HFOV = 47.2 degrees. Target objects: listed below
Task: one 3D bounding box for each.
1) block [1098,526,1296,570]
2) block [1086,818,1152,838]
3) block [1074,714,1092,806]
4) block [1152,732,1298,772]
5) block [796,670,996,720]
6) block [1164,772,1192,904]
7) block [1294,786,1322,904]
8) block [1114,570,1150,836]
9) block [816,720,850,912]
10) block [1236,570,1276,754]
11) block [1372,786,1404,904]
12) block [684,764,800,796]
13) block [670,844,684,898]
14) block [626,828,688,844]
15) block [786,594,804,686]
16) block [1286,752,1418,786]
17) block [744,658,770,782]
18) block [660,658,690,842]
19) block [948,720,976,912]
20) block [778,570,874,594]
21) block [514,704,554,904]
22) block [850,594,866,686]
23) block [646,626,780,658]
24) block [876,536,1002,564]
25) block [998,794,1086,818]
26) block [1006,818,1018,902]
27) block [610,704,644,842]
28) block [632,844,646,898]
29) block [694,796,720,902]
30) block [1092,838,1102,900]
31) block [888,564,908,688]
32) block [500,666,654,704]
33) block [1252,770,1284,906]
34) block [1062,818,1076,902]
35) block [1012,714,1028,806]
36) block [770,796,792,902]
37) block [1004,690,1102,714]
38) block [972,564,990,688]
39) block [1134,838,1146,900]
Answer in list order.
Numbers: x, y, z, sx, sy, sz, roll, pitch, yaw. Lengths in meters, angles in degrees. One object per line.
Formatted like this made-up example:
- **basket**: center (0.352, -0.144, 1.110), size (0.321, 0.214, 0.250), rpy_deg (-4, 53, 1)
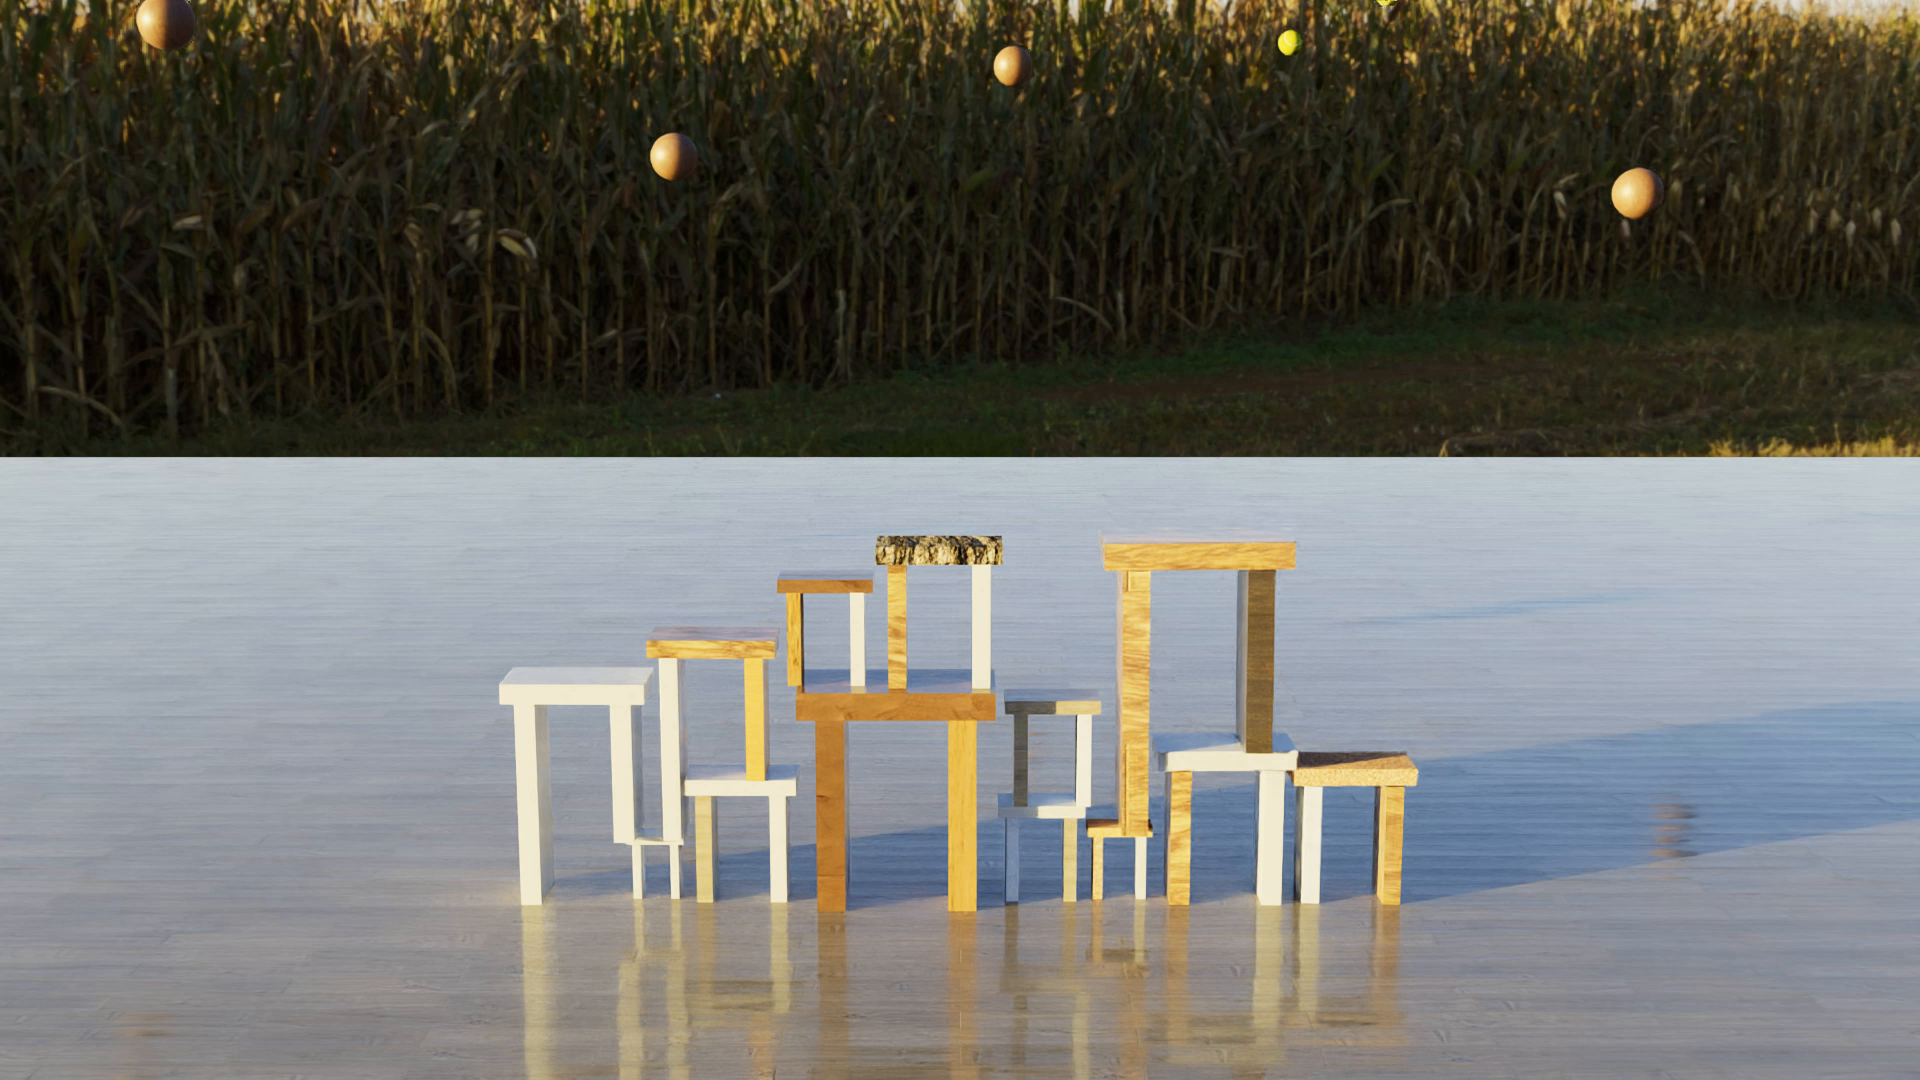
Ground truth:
- **block**: center (0.382, 0.013, 3.571), size (0.303, 0.043, 0.152), rpy_deg (-1, 10, 0)
- **block**: center (0.264, 0.477, 3.647), size (0.107, 0.015, 0.054), rpy_deg (0, 10, 0)
- **block**: center (0.203, 0.353, 3.625), size (0.022, 0.156, 0.078), rpy_deg (0, 11, 0)
- **block**: center (0.434, 0.349, 3.628), size (0.227, 0.032, 0.113), rpy_deg (-1, 10, 0)
- **block**: center (-0.103, 0.253, 3.603), size (0.320, 0.045, 0.160), rpy_deg (0, 11, 0)
- **block**: center (0.361, 0.478, 3.650), size (0.032, 0.227, 0.113), rpy_deg (0, 10, 0)
- **block**: center (0.577, 0.491, 3.653), size (0.028, 0.201, 0.100), rpy_deg (0, 10, 0)
- **block**: center (0.283, 0.252, 3.614), size (0.043, 0.440, 0.152), rpy_deg (0, 10, 0)
- **block**: center (-0.210, 0.433, 3.636), size (0.045, 0.320, 0.160), rpy_deg (0, 11, 0)
- **block**: center (0.483, 0.183, 3.603), size (0.043, 0.303, 0.152), rpy_deg (0, 10, 1)
- **block**: center (0.710, 0.492, 3.648), size (0.028, 0.201, 0.100), rpy_deg (0, 11, 0)
- **block**: center (-0.359, 0.397, 3.637), size (0.183, 0.026, 0.091), rpy_deg (0, 11, 0)
- **block**: center (-0.471, 0.544, 3.658), size (0.013, 0.094, 0.047), rpy_deg (0, 11, 0)
- **block**: center (-0.503, 0.492, 3.649), size (0.094, 0.013, 0.047), rpy_deg (0, 10, 0)
- **block**: center (-0.268, 0.154, 3.590), size (0.022, 0.154, 0.077), rpy_deg (0, 11, 0)
- **block**: center (0.645, 0.378, 3.632), size (0.201, 0.028, 0.100), rpy_deg (0, 10, 0)
- **block**: center (-0.333, 0.283, 3.617), size (0.029, 0.206, 0.103), rpy_deg (0, 11, 0)
- **block**: center (-0.471, 0.333, 3.626), size (0.029, 0.308, 0.103), rpy_deg (0, 10, 0)
- **block**: center (0.004, 0.433, 3.636), size (0.045, 0.320, 0.160), rpy_deg (0, 11, 0)
- **block**: center (-0.217, 0.068, 3.574), size (0.154, 0.022, 0.077), rpy_deg (0, 11, 0)
- **block**: center (-0.704, 0.422, 3.641), size (0.033, 0.340, 0.117), rpy_deg (0, 11, 0)
- **block**: center (-0.166, 0.154, 3.590), size (0.022, 0.154, 0.077), rpy_deg (0, 11, 0)
- **block**: center (-0.402, 0.167, 3.595), size (0.206, 0.029, 0.103), rpy_deg (0, 11, 0)
- **block**: center (-0.033, 0.016, 3.561), size (0.203, 0.029, 0.102), rpy_deg (0, 11, 0)
- **block**: center (0.134, 0.440, 3.639), size (0.143, 0.020, 0.072), rpy_deg (0, 11, 0)
- **block**: center (0.086, 0.520, 3.654), size (0.020, 0.143, 0.072), rpy_deg (0, 11, 0)
- **block**: center (-0.549, 0.370, 3.632), size (0.033, 0.233, 0.117), rpy_deg (0, 10, 0)
- **block**: center (-0.534, 0.544, 3.658), size (0.013, 0.094, 0.047), rpy_deg (0, 11, 0)
- **block**: center (-0.420, 0.500, 3.656), size (0.026, 0.183, 0.091), rpy_deg (0, 11, 0)
- **block**: center (0.228, 0.537, 3.659), size (0.015, 0.107, 0.054), rpy_deg (0, 10, 0)
- **block**: center (-0.101, 0.131, 3.583), size (0.029, 0.203, 0.102), rpy_deg (0, 11, 0)
- **block**: center (-0.626, 0.239, 3.607), size (0.233, 0.033, 0.117), rpy_deg (0, 11, 0)
- **block**: center (0.512, 0.478, 3.649), size (0.032, 0.227, 0.113), rpy_deg (0, 11, 0)
- **block**: center (0.182, 0.520, 3.654), size (0.020, 0.143, 0.072), rpy_deg (0, 11, 0)
- **block**: center (0.099, 0.353, 3.625), size (0.022, 0.156, 0.078), rpy_deg (0, 11, 0)
- **block**: center (-0.299, 0.500, 3.656), size (0.026, 0.183, 0.091), rpy_deg (0, 11, 0)
- **block**: center (0.151, 0.265, 3.609), size (0.156, 0.022, 0.078), rpy_deg (0, 11, 0)
- **block**: center (0.034, 0.131, 3.583), size (0.029, 0.203, 0.102), rpy_deg (0, 11, 0)
- **block**: center (0.300, 0.537, 3.658), size (0.015, 0.107, 0.054), rpy_deg (0, 10, 0)
